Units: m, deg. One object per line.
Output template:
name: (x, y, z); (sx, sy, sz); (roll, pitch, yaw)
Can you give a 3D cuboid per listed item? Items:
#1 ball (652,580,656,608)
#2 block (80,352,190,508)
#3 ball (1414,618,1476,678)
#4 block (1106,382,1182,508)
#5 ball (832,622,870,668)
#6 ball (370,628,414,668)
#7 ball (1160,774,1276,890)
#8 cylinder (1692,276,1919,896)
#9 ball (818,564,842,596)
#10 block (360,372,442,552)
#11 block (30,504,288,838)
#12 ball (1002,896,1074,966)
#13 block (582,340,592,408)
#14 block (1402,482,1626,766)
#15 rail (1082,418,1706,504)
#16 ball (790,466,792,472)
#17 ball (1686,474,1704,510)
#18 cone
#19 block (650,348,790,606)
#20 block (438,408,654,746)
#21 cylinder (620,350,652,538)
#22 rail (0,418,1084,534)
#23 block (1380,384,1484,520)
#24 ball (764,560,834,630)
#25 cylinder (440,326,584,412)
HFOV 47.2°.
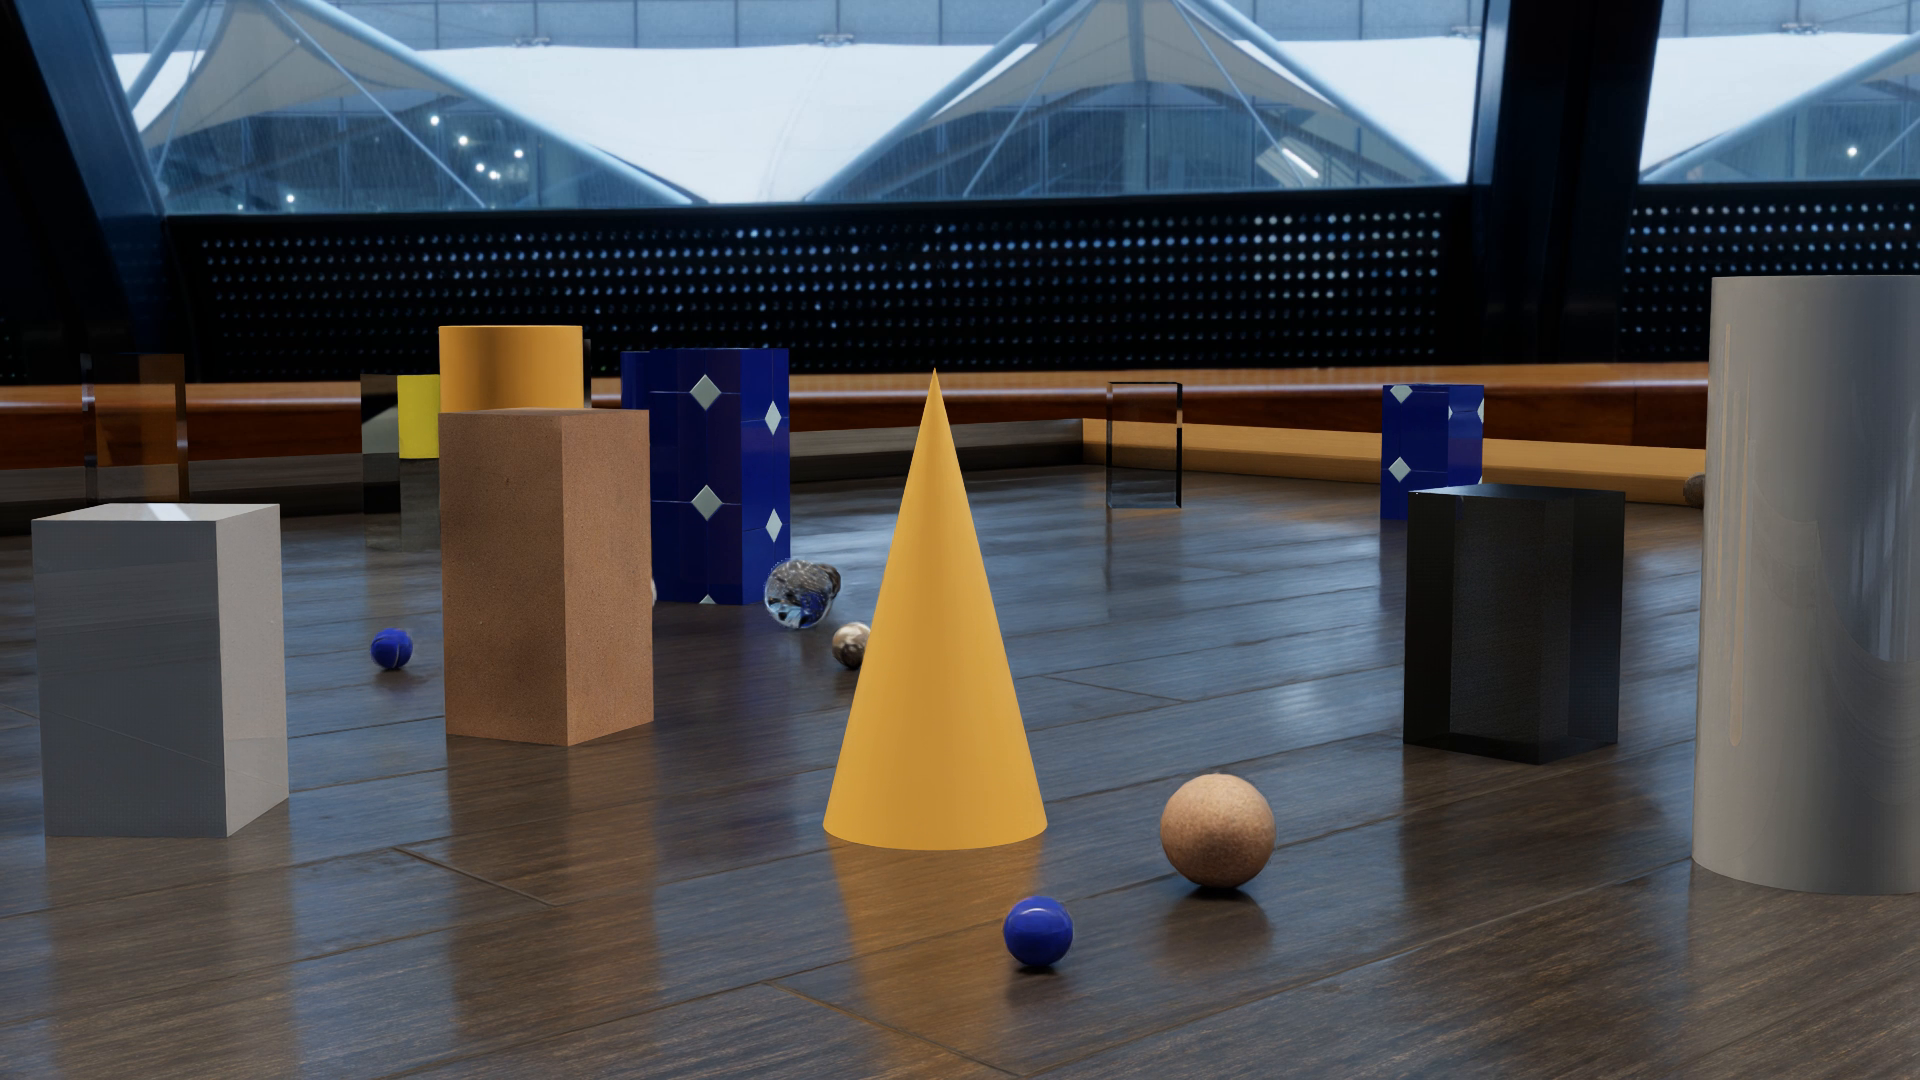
ball: (-0.474, 0.076, 3.110); (0.090, 0.090, 0.090); (0, 6, 0)
block: (-1.522, -0.162, 4.061); (0.156, 0.365, 0.156); (-3, 7, -29)
ball: (0.588, 0.131, 2.670); (0.073, 0.073, 0.073); (0, 6, 0)
block: (0.418, -0.218, 5.007); (0.156, 0.279, 0.156); (0, 6, -1)
ball: (-0.132, 0.131, 2.741); (0.057, 0.057, 0.057); (0, 6, 0)
ball: (-0.707, 0.134, 2.736); (0.051, 0.051, 0.051); (0, 6, 0)
ball: (0.199, 0.225, 1.697); (0.089, 0.089, 0.089); (0, 6, 0)
cylinder: (0.693, 0.027, 1.750); (0.195, 0.470, 0.195); (0, 6, 0)
ball: (-0.211, 0.065, 3.364); (0.059, 0.059, 0.059); (0, 6, 0)
block: (-1.016, -0.150, 4.134); (0.156, 0.325, 0.156); (-5, 8, -40)
block: (-0.696, 0.109, 1.928); (0.156, 0.270, 0.156); (0, 6, 2)
ball: (0.053, 0.266, 1.496); (0.048, 0.048, 0.048); (0, 6, 0)
block: (-0.839, -0.204, 4.360); (0.156, 0.386, 0.156); (3, 6, 23)
block: (0.567, 0.080, 2.252); (0.156, 0.260, 0.156); (6, 8, 45)
rail: (1.729, -0.133, 4.919); (0.045, 0.127, 4.092); (-5, 8, -42)
ball: (-0.471, -0.177, 5.495); (0.097, 0.097, 0.097); (0, 6, 0)
ball: (1.662, -0.108, 4.910); (0.081, 0.081, 0.081); (0, 6, 0)
cone: (-0.022, 0.049, 1.894); (0.195, 0.396, 0.195); (0, 6, 0)
block: (-0.369, -0.103, 3.404); (0.156, 0.385, 0.156); (3, 6, 23)
block: (-0.438, 0.032, 2.336); (0.156, 0.338, 0.156); (3, 7, 26)
cylinder: (-0.573, -0.192, 4.367); (0.195, 0.362, 0.195); (0, 6, 0)
rail: (-1.371, -0.122, 4.810); (4.753, 0.127, 0.045); (-5, 8, -42)
block: (1.010, -0.189, 4.704); (0.156, 0.285, 0.156); (5, 8, 40)
ball: (-0.225, 0.076, 3.076); (0.098, 0.098, 0.098); (0, 6, 0)
cylinder: (-0.624, -0.087, 3.077); (0.195, 0.422, 0.195); (0, 6, 0)
